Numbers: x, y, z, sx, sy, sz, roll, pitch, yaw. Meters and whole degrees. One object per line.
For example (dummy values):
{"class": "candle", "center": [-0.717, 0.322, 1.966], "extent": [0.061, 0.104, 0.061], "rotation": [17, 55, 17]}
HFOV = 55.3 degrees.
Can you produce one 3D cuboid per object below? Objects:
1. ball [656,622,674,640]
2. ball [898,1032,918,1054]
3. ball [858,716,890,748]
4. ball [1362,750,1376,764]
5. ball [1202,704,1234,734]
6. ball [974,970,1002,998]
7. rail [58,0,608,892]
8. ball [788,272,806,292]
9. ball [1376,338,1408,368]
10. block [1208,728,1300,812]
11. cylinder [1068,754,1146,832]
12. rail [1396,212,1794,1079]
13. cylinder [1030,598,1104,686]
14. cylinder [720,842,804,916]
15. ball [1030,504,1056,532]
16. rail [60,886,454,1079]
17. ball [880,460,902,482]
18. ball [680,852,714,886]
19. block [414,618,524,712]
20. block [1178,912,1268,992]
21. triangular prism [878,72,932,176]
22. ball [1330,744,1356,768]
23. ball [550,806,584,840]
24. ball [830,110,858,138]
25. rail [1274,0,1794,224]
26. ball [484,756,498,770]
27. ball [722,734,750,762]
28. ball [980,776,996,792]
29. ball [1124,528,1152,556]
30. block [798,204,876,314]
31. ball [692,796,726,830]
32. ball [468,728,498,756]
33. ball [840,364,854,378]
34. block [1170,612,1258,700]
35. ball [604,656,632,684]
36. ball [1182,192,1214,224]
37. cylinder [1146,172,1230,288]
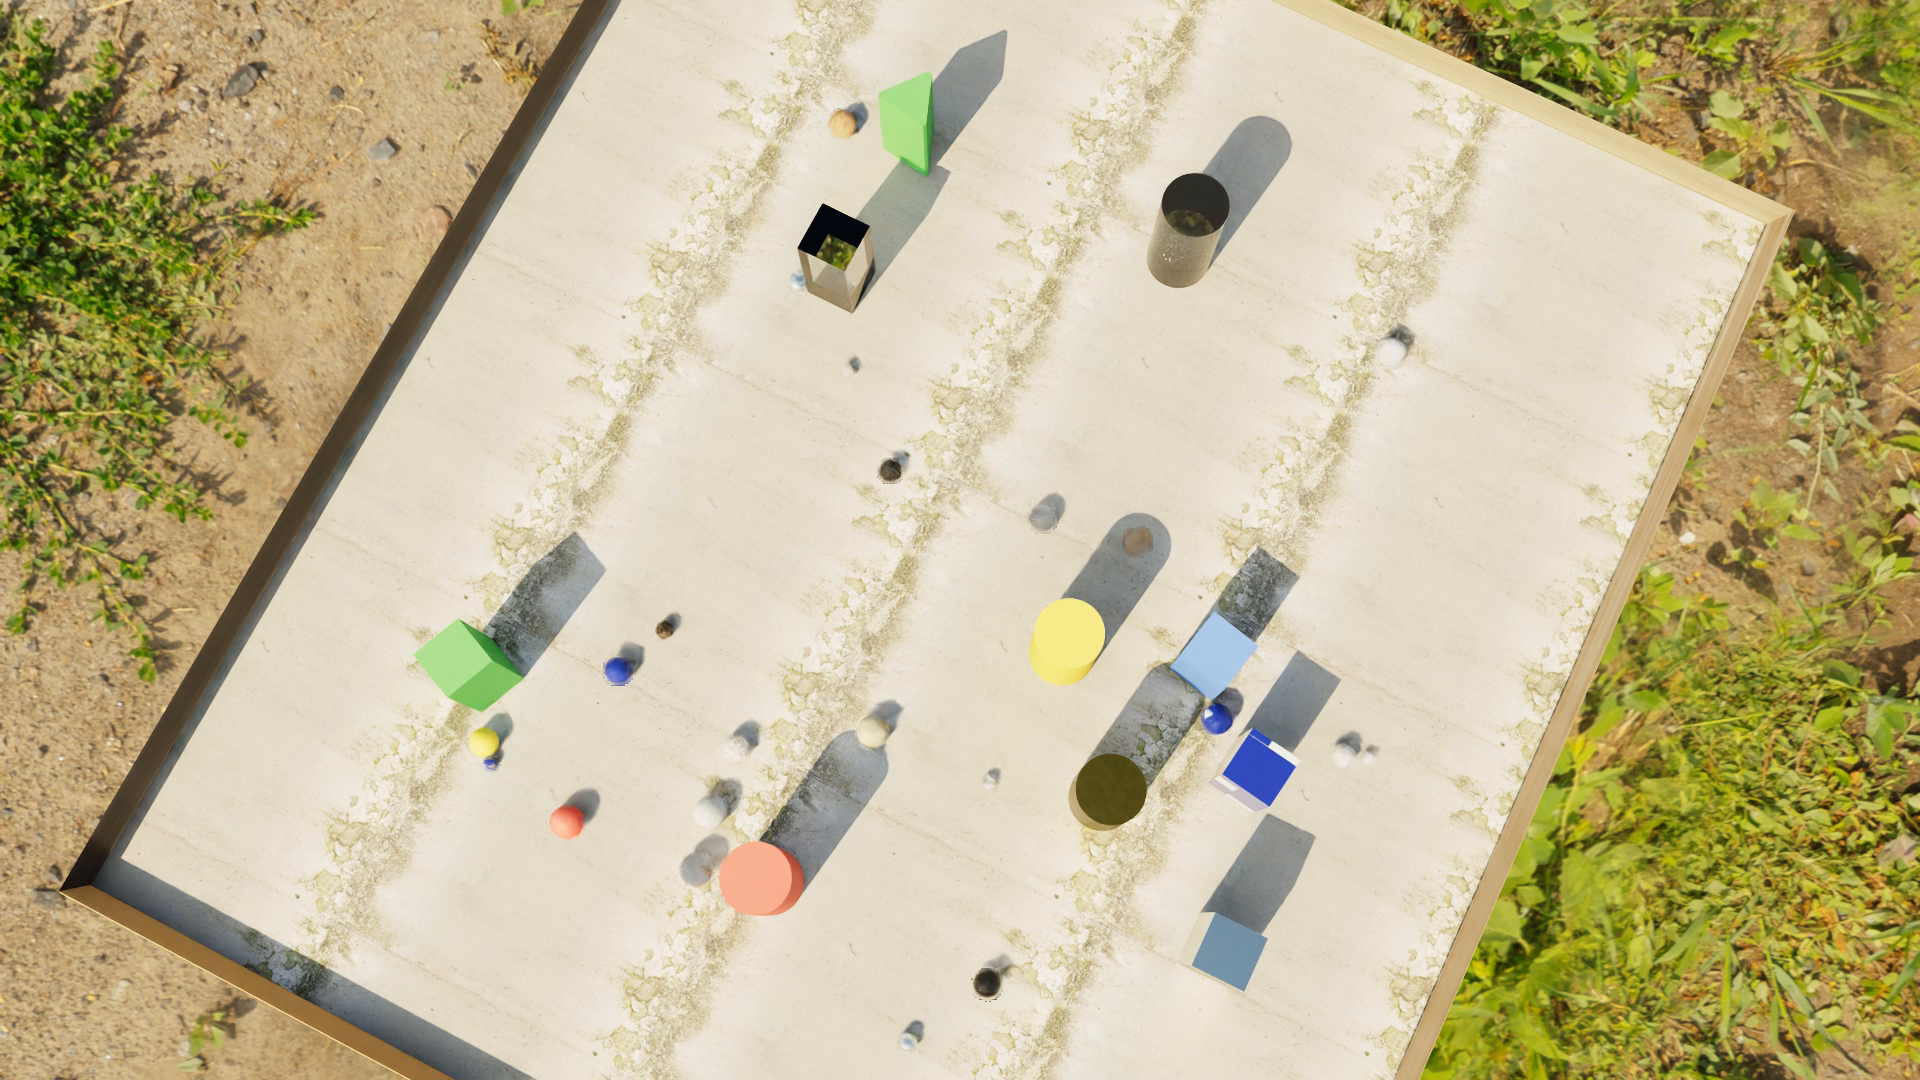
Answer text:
{"class": "ball", "center": [-0.893, 0.273, 5.533], "extent": [0.053, 0.053, 0.053], "rotation": [0, 78, 0]}
{"class": "ball", "center": [-0.152, 1.452, 5.286], "extent": [0.058, 0.058, 0.058], "rotation": [0, 78, 0]}
{"class": "ball", "center": [-0.258, 0.569, 5.450], "extent": [0.096, 0.096, 0.096], "rotation": [0, 78, 0]}
{"class": "ball", "center": [1.218, 0.648, 5.461], "extent": [0.041, 0.041, 0.041], "rotation": [0, 78, 0]}
{"class": "ball", "center": [0.768, 0.533, 5.459], "extent": [0.093, 0.093, 0.093], "rotation": [0, 78, 0]}
{"class": "ball", "center": [0.079, 1.286, 5.308], "extent": [0.082, 0.082, 0.082], "rotation": [0, 78, 0]}
{"class": "rail", "center": [-1.640, -0.796, 5.714], "extent": [0.045, 0.130, 4.184], "rotation": [26, 80, 5]}
{"class": "ball", "center": [-0.507, -0.810, 5.751], "extent": [0.066, 0.066, 0.066], "rotation": [0, 78, 0]}
{"class": "ball", "center": [1.340, -0.582, 5.689], "extent": [0.094, 0.094, 0.094], "rotation": [0, 78, 0]}
{"class": "block", "center": [0.850, 0.672, 5.321], "extent": [0.160, 0.307, 0.160], "rotation": [34, 80, 7]}
{"class": "cylinder", "center": [0.422, 0.731, 5.285], "extent": [0.200, 0.353, 0.200], "rotation": [0, 78, 0]}
{"class": "rail", "center": [1.640, 0.810, 5.382], "extent": [0.045, 0.130, 4.184], "rotation": [26, 80, 5]}
{"class": "cylinder", "center": [0.309, 0.302, 5.357], "extent": [0.200, 0.386, 0.200], "rotation": [0, 78, 0]}
{"class": "cylinder", "center": [-0.560, 0.967, 5.212], "extent": [0.200, 0.401, 0.200], "rotation": [0, 78, 0]}
{"class": "ball", "center": [0.252, -0.066, 5.588], "extent": [0.083, 0.083, 0.083], "rotation": [0, 78, 0]}
{"class": "rail", "center": [-0.925, 1.818, 5.173], "extent": [3.714, 0.130, 0.045], "rotation": [26, 80, 5]}
{"class": "ball", "center": [-0.213, -0.213, 5.625], "extent": [0.070, 0.070, 0.070], "rotation": [0, 78, 0]}
{"class": "ball", "center": [-0.772, 0.965, 5.366], "extent": [0.099, 0.099, 0.099], "rotation": [0, 78, 0]}
{"class": "block", "center": [-1.428, 0.370, 5.344], "extent": [0.160, 0.384, 0.160], "rotation": [-40, 81, -8]}
{"class": "block", "center": [0.742, 1.167, 5.203], "extent": [0.160, 0.337, 0.160], "rotation": [26, 79, 5]}
{"class": "triangular prism", "center": [-0.132, -1.310, 5.691], "extent": [0.173, 0.386, 0.150], "rotation": [35, 80, 7]}
{"class": "ball", "center": [1.139, 0.643, 5.446], "extent": [0.074, 0.074, 0.074], "rotation": [0, 78, 0]}
{"class": "ball", "center": [-1.157, 0.830, 5.394], "extent": [0.099, 0.099, 0.099], "rotation": [0, 78, 0]}
{"class": "ball", "center": [-0.372, -1.327, 5.846], "extent": [0.089, 0.089, 0.089], "rotation": [0, 78, 0]}
{"class": "rail", "center": [0.925, -1.805, 5.923], "extent": [3.714, 0.130, 0.045], "rotation": [26, 80, 5]}
{"class": "ball", "center": [-1.398, 0.662, 5.458], "extent": [0.042, 0.042, 0.042], "rotation": [0, 78, 0]}
{"class": "ball", "center": [-0.667, 0.620, 5.446], "extent": [0.083, 0.083, 0.083], "rotation": [0, 78, 0]}
{"class": "ball", "center": [0.085, 0.724, 5.444], "extent": [0.045, 0.045, 0.045], "rotation": [0, 78, 0]}
{"class": "ball", "center": [0.538, 0.004, 5.572], "extent": [0.085, 0.085, 0.085], "rotation": [0, 78, 0]}
{"class": "block", "center": [-0.373, -0.855, 5.597], "extent": [0.160, 0.386, 0.160], "rotation": [27, 80, 5]}
{"class": "ball", "center": [-0.737, 0.803, 5.400], "extent": [0.099, 0.099, 0.099], "rotation": [0, 78, 0]}
{"class": "ball", "center": [-1.416, 0.602, 5.448], "extent": [0.086, 0.086, 0.086], "rotation": [0, 78, 0]}
{"class": "ball", "center": [-0.349, -0.529, 5.704], "extent": [0.044, 0.044, 0.044], "rotation": [0, 78, 0]}
{"class": "block", "center": [0.744, 0.345, 5.395], "extent": [0.160, 0.294, 0.160], "rotation": [38, 81, 7]}
{"class": "ball", "center": [-1.025, 0.390, 5.494], "extent": [0.082, 0.082, 0.082], "rotation": [0, 78, 0]}
{"class": "ball", "center": [0.749, -1.046, 5.782], "extent": [0.100, 0.100, 0.100], "rotation": [0, 78, 0]}
{"class": "cylinder", "center": [0.690, -0.937, 5.584], "extent": [0.200, 0.444, 0.200], "rotation": [0, 78, 0]}
